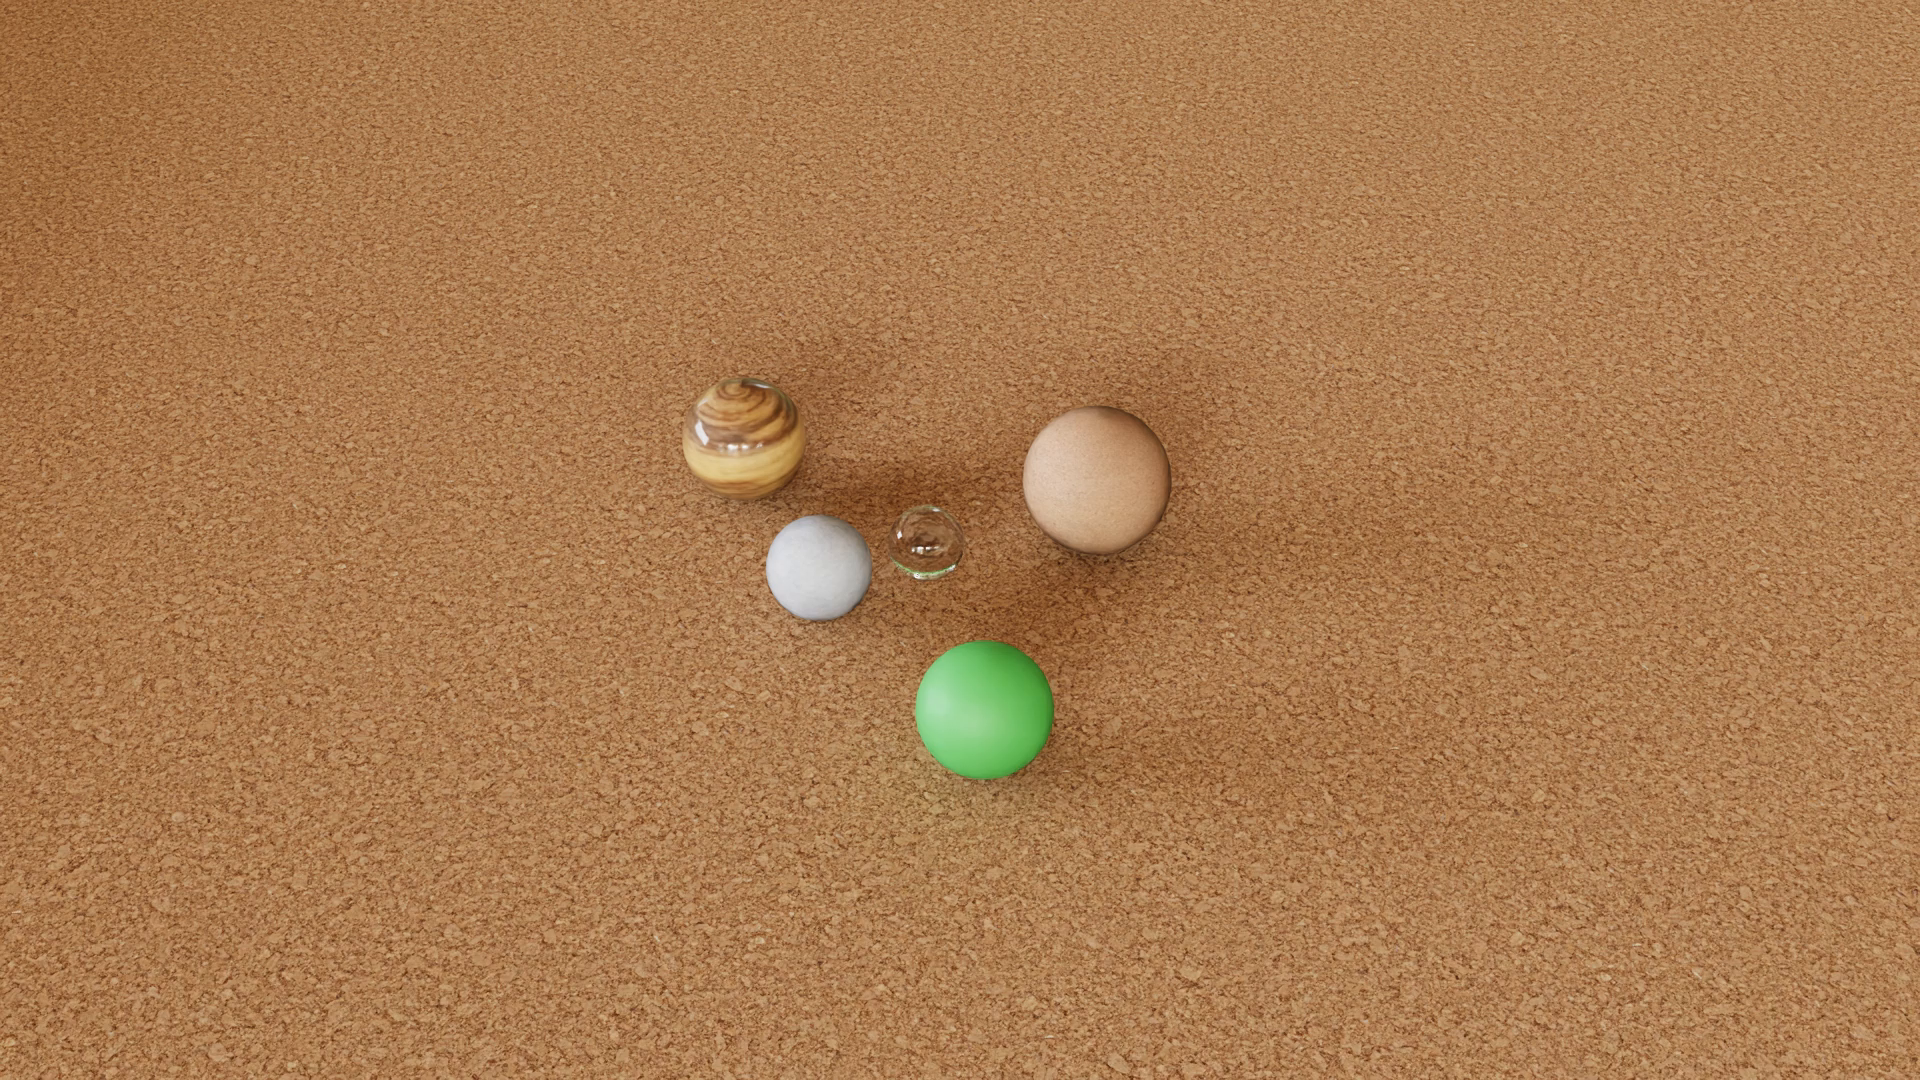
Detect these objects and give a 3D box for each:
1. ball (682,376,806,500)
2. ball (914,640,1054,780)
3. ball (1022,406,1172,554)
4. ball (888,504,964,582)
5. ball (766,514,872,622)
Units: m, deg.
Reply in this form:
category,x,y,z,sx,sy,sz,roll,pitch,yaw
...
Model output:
category,x,y,z,sx,sy,sz,roll,pitch,yaw
ball,-0.132,-0.062,1.574,0.076,0.076,0.076,0,37,0
ball,0.013,0.091,1.373,0.074,0.074,0.074,0,37,0
ball,0.082,-0.036,1.528,0.089,0.089,0.089,0,37,0
ball,-0.020,0.002,1.515,0.045,0.045,0.045,0,37,0
ball,-0.081,0.016,1.482,0.062,0.062,0.062,0,37,0
